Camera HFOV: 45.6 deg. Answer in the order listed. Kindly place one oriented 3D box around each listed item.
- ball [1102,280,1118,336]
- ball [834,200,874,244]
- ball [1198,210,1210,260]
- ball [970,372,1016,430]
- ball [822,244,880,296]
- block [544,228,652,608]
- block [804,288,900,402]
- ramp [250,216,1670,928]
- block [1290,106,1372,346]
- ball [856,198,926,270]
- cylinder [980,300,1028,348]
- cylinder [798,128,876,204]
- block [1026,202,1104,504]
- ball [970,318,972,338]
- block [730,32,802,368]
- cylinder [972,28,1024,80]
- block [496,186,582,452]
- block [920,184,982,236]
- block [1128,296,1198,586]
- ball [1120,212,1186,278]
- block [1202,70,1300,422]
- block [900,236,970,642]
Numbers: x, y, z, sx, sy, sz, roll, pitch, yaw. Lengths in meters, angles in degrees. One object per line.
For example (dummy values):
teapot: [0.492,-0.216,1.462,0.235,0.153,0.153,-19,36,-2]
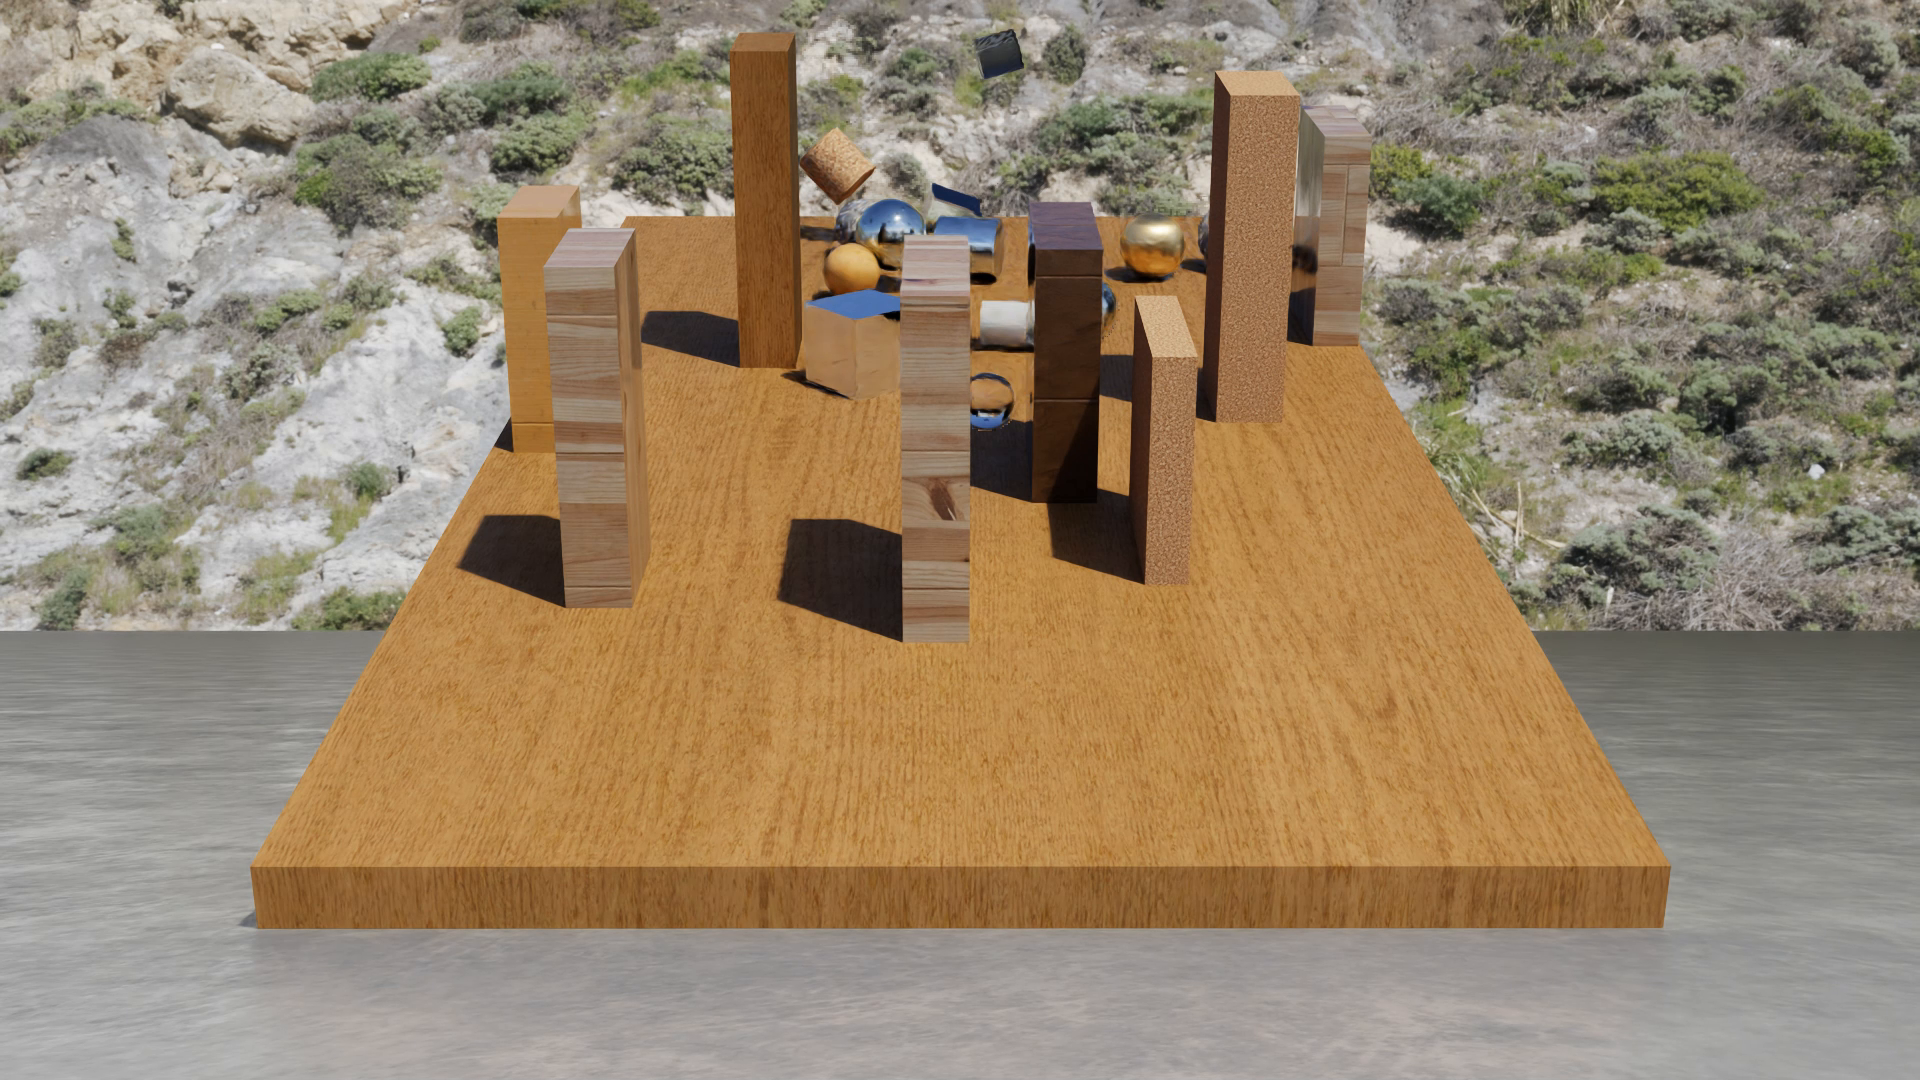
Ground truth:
ball: [0.304,-0.573,5.650,0.169,0.169,0.169,0,-2,0]
ball: [-0.275,-0.883,6.461,0.160,0.160,0.160,0,-2,0]
ball: [0.749,-0.840,6.321,0.185,0.185,0.185,0,-2,0]
ball: [0.059,-0.306,5.021,0.125,0.125,0.125,0,-2,0]
ball: [-0.286,-0.706,6.017,0.151,0.151,0.151,0,-2,0]
block: [-0.645,-0.220,4.102,0.119,0.625,0.282,0,21,0]
block: [-0.224,-0.455,5.306,0.194,0.194,0.194,-17,27,-37]
ramp: [-0.006,-0.216,5.097,2.000,0.100,4.000,0,21,0]
block: [0.927,-0.794,5.737,0.113,0.520,0.406,0,21,0]
ball: [-0.184,-0.816,6.100,0.191,0.191,0.191,0,-2,0]
cylinder: [0.113,-0.530,5.611,0.114,0.114,0.114,4,-2,8]
cylinder: [-0.355,-1.080,6.600,0.157,0.157,0.157,-43,2,1]
block: [0.210,-0.392,4.693,0.131,0.522,0.413,0,21,0]
ball: [-0.040,-0.513,5.531,0.141,0.141,0.141,0,-2,0]
block: [-0.459,-0.811,5.455,0.133,0.750,0.275,0,21,0]
cylinder: [0.108,-1.386,6.519,0.117,0.117,0.117,-16,-2,-1]
block: [-0.892,-0.480,4.929,0.124,0.511,0.306,0,21,0]
block: [-0.034,-0.897,6.445,0.143,0.143,0.143,17,26,-11]
block: [0.379,-0.195,4.304,0.080,0.435,0.415,0,21,0]
ball: [0.526,-0.804,6.234,0.179,0.179,0.179,0,-2,0]
block: [0.643,-0.654,5.089,0.147,0.726,0.305,0,21,0]
block: [-0.041,-0.185,4.025,0.115,0.616,0.415,0,21,0]
